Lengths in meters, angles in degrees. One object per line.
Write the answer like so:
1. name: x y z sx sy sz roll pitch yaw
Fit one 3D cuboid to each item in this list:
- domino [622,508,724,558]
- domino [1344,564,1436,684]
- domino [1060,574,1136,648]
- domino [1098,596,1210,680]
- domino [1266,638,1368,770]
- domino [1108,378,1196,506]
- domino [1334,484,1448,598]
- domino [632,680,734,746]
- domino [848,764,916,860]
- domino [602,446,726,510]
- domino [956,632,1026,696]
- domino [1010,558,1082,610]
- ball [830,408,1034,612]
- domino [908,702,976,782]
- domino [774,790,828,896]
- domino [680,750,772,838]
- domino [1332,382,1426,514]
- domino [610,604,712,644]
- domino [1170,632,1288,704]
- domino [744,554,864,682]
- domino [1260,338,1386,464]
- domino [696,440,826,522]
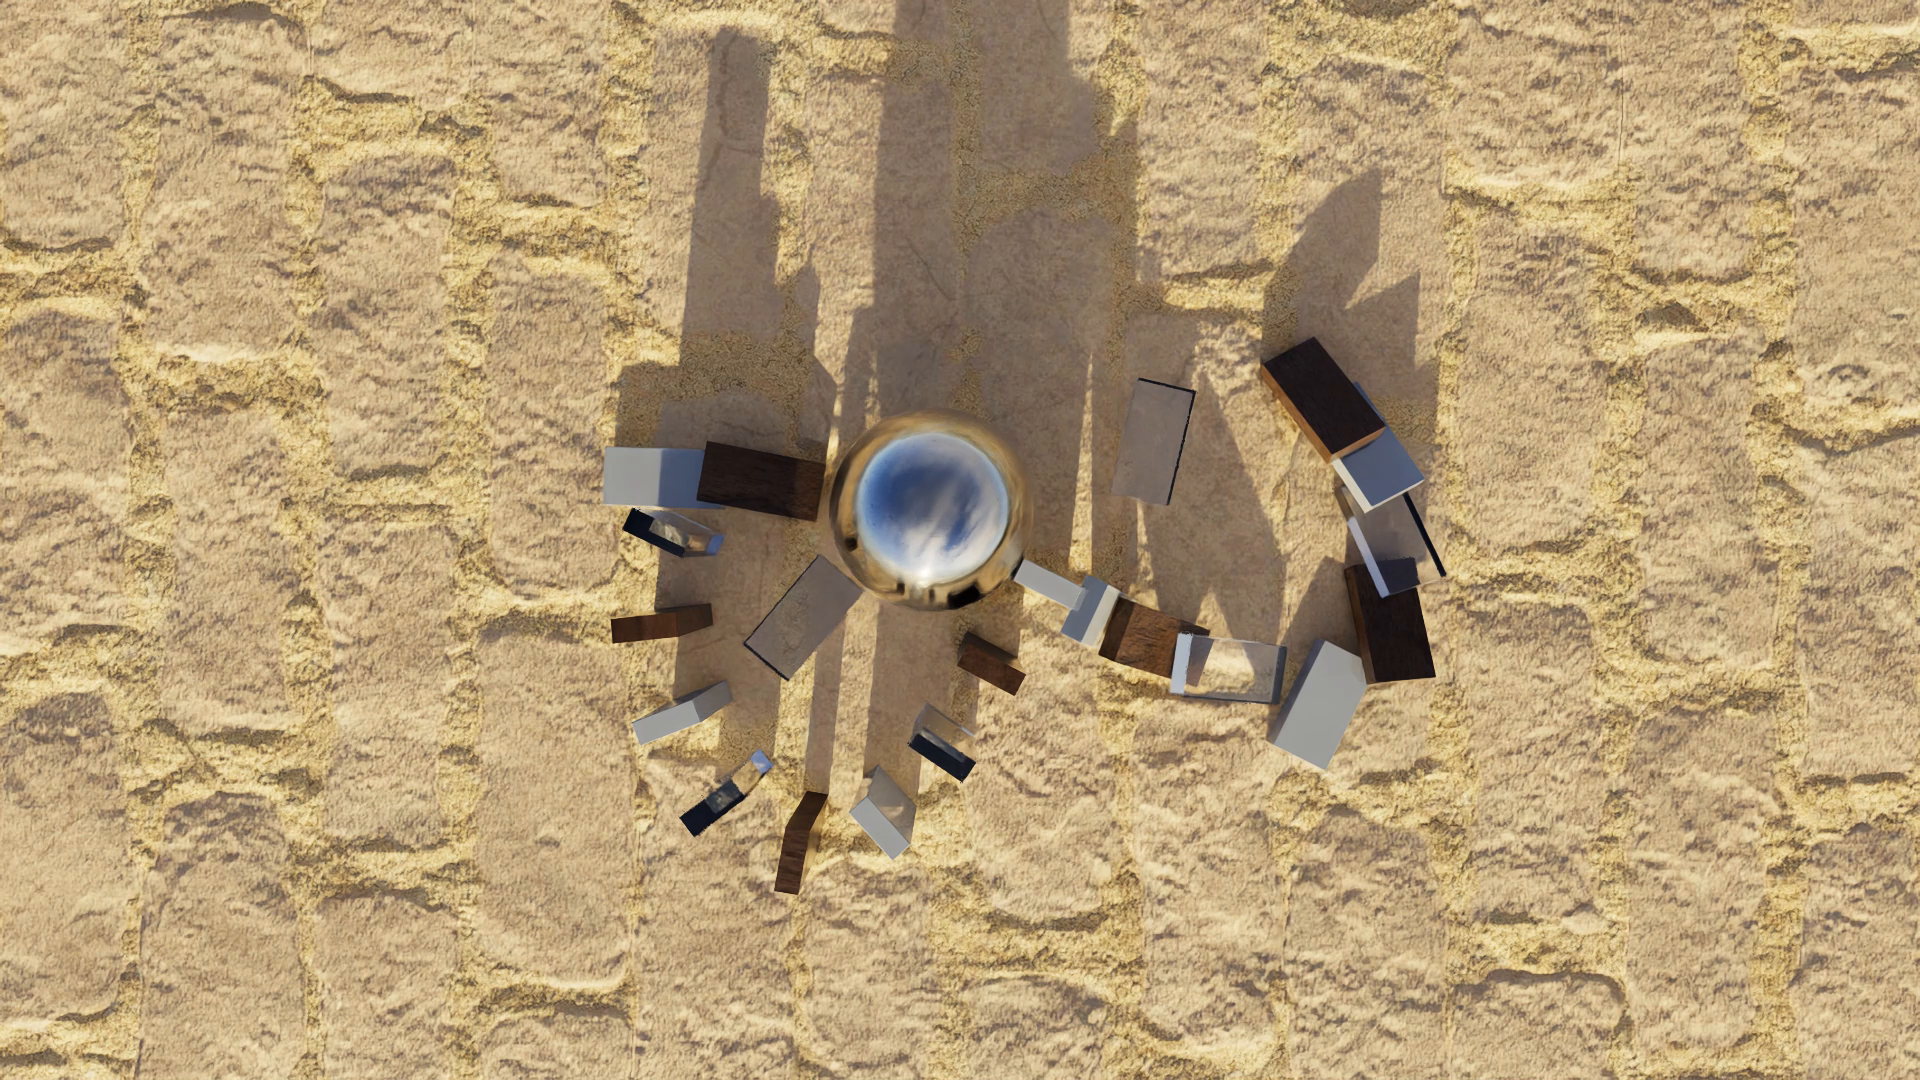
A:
1. domino: -0.116 -0.003 0.375 0.025 0.050 0.009 25 90 0
2. domino: 0.182 0.035 0.389 0.025 0.010 0.050 -5 76 0
3. domino: 0.057 0.031 0.375 0.010 0.050 0.025 25 90 25
4. domino: 0.081 0.042 0.381 0.050 0.010 0.025 20 90 -37
5. domino: 0.156 0.071 0.395 0.025 0.010 0.050 26 90 0
6. domino: 0.083 -0.042 0.395 0.025 0.010 0.050 13 90 0
7. domino: 0.182 -0.003 0.389 0.025 0.010 0.050 -18 74 0
8. domino: -0.112 0.070 0.375 0.025 0.050 0.010 -21 90 0
9. domino: -0.031 0.110 0.375 0.009 0.050 0.025 -42 90 0
10. domino: -0.127 -0.027 0.395 0.050 0.010 0.025 2 90 0
11. domino: 0.012 0.050 0.375 0.025 0.050 0.010 28 90 0
12. domino: 0.034 0.017 0.375 0.025 0.050 0.010 26 90 0
13. ball: -0.011 -0.012 0.360 0.080 0.080 0.080 0 90 0
14. domino: -0.007 0.082 0.375 0.025 0.050 0.009 34 90 0
15. domino: -0.064 0.123 0.375 0.009 0.050 0.025 10 90 0
16. domino: -0.095 0.102 0.375 0.025 0.050 0.009 -37 90 0
17. domino: 0.170 -0.040 0.389 0.025 0.009 0.050 -28 75 0
18. domino: -0.121 0.034 0.375 0.025 0.050 0.010 -6 90 0
19. domino: 0.113 0.055 0.386 0.050 0.009 0.025 8 90 -23
20. domino: -0.067 0.033 0.395 0.025 0.010 0.050 40 90 0
21. domino: 0.152 -0.059 0.386 0.025 0.010 0.050 -28 67 0
22. domino: -0.084 -0.025 0.390 0.050 0.009 0.025 10 88 -12
